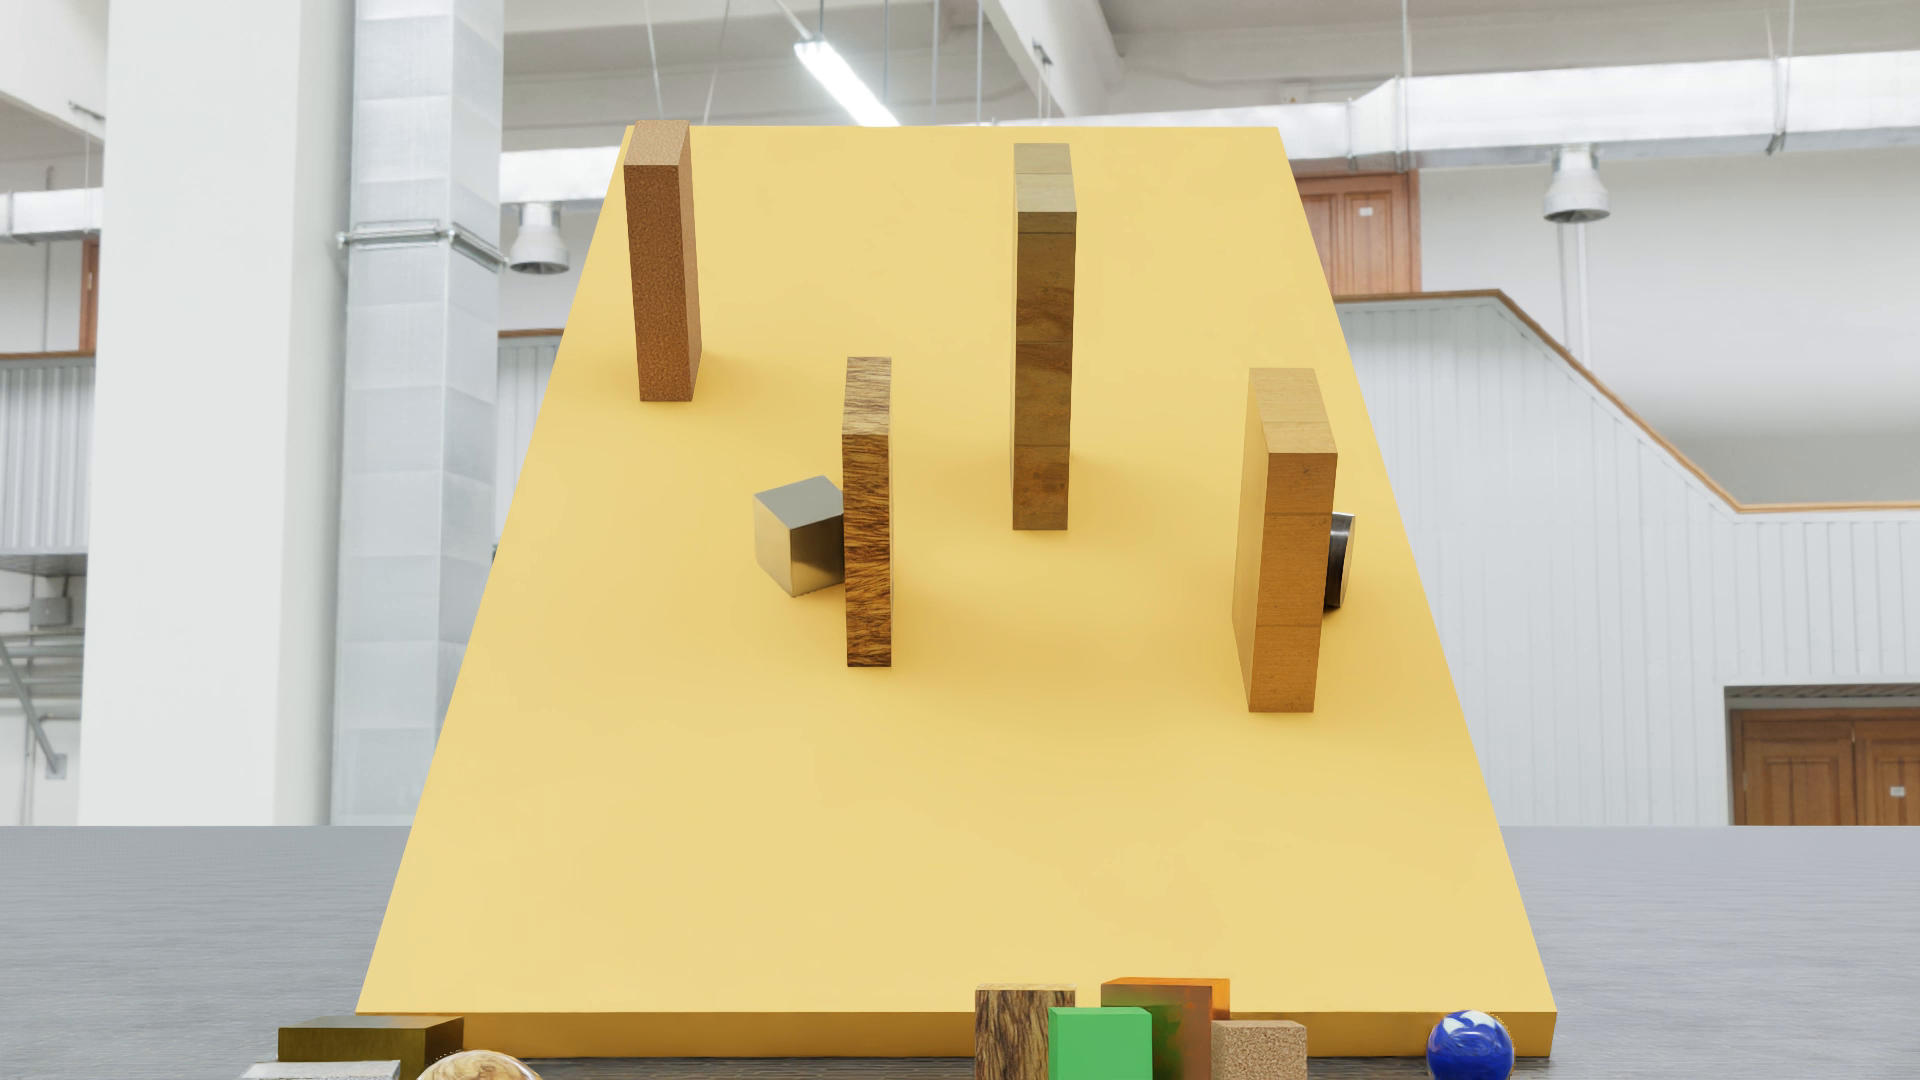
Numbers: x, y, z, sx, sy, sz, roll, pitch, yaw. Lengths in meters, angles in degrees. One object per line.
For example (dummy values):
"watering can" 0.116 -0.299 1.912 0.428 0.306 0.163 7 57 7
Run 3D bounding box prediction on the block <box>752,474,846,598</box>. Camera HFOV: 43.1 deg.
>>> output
"block" -0.326 -0.009 5.198 0.171 0.171 0.171 -17 35 -26

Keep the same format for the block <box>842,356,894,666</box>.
"block" -0.183 -0.058 4.927 0.089 0.535 0.331 0 31 0

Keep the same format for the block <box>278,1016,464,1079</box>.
"block" -0.674 0.636 2.783 0.167 0.167 0.167 0 -7 3

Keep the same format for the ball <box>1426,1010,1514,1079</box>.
"ball" 0.735 0.740 3.505 0.124 0.124 0.124 0 -7 0

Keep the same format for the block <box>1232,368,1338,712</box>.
"block" 0.633 0.001 4.787 0.127 0.584 0.345 0 31 0

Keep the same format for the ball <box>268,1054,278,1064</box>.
"ball" -0.809 0.686 3.022 0.122 0.122 0.122 0 -7 0

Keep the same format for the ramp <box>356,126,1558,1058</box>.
"ramp" -0.014 -0.201 5.784 2.000 0.100 4.000 0 31 0

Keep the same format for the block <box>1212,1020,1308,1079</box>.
"block" 0.417 0.733 3.389 0.114 0.114 0.114 0 -7 -3

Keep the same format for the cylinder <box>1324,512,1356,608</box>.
"cylinder" 0.719 0.029 5.117 0.196 0.196 0.196 8 -5 13

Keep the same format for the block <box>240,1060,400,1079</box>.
"block" -0.648 0.610 2.463 0.145 0.145 0.145 1 -7 -10

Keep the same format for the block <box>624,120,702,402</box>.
"block" -0.714 -0.673 5.871 0.126 0.614 0.282 0 31 0

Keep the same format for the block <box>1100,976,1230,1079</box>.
"block" 0.302 0.727 3.549 0.162 0.162 0.162 -2 -7 15

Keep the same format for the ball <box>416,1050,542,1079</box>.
"ball" -0.485 0.597 2.440 0.166 0.166 0.166 0 -7 0

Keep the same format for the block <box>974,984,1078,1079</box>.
"block" 0.101 0.744 3.642 0.148 0.148 0.148 0 -7 4

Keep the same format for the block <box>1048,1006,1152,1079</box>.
"block" 0.196 0.726 3.408 0.131 0.131 0.131 0 -7 -3

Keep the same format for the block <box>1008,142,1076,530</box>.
"block" 0.178 -0.445 5.354 0.121 0.762 0.377 0 31 0
